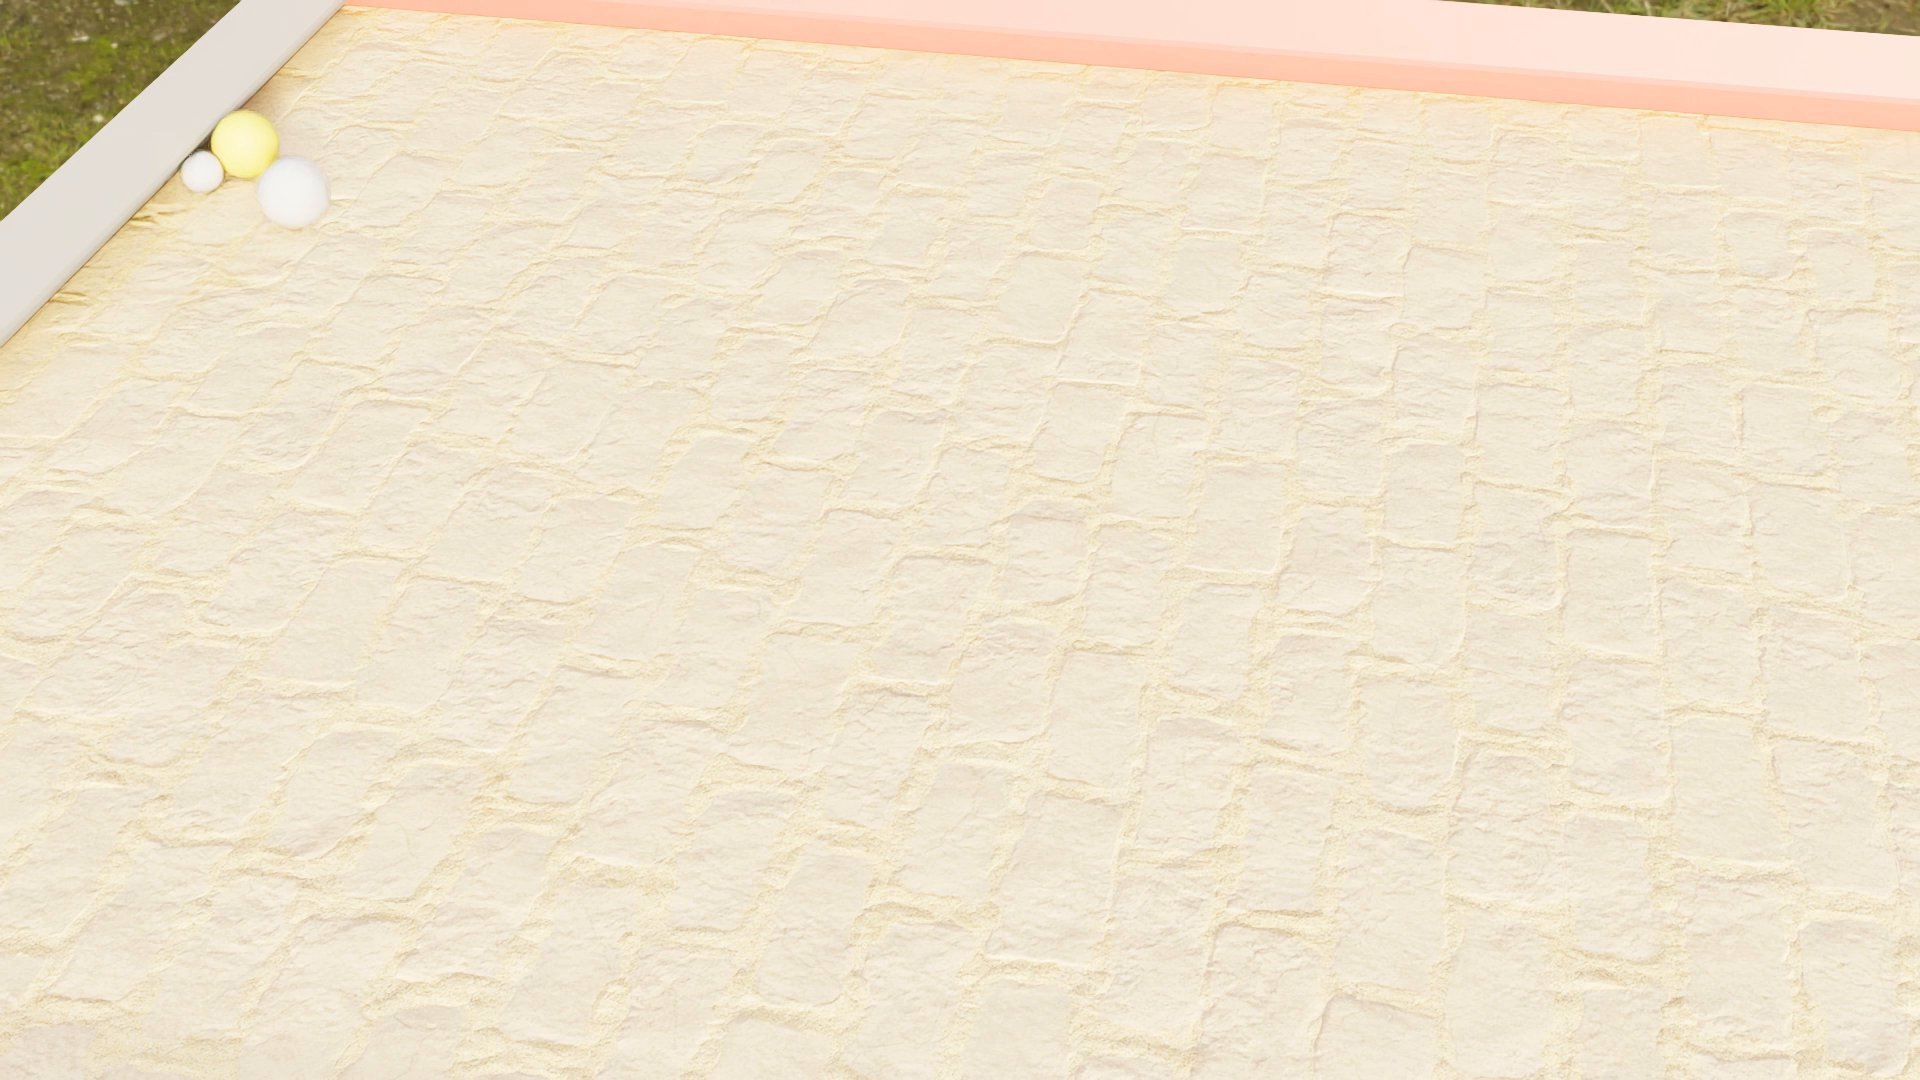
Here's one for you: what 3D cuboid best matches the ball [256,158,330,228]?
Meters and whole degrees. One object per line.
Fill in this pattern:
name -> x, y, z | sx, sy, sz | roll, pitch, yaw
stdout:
ball -> -0.625, -0.325, 2.406 | 0.066, 0.066, 0.066 | 0, 34, 0

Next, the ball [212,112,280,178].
ball -> -0.695, -0.384, 2.494 | 0.063, 0.063, 0.063 | 0, 34, 0

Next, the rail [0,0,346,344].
rail -> -0.848, -0.111, 2.064 | 0.045, 0.099, 1.895 | 6, 35, 9

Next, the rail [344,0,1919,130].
rail -> 1.050, -0.433, 2.533 | 3.553, 0.099, 0.045 | 6, 35, 9

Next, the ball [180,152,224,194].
ball -> -0.730, -0.354, 2.471 | 0.040, 0.040, 0.040 | 0, 34, 0
